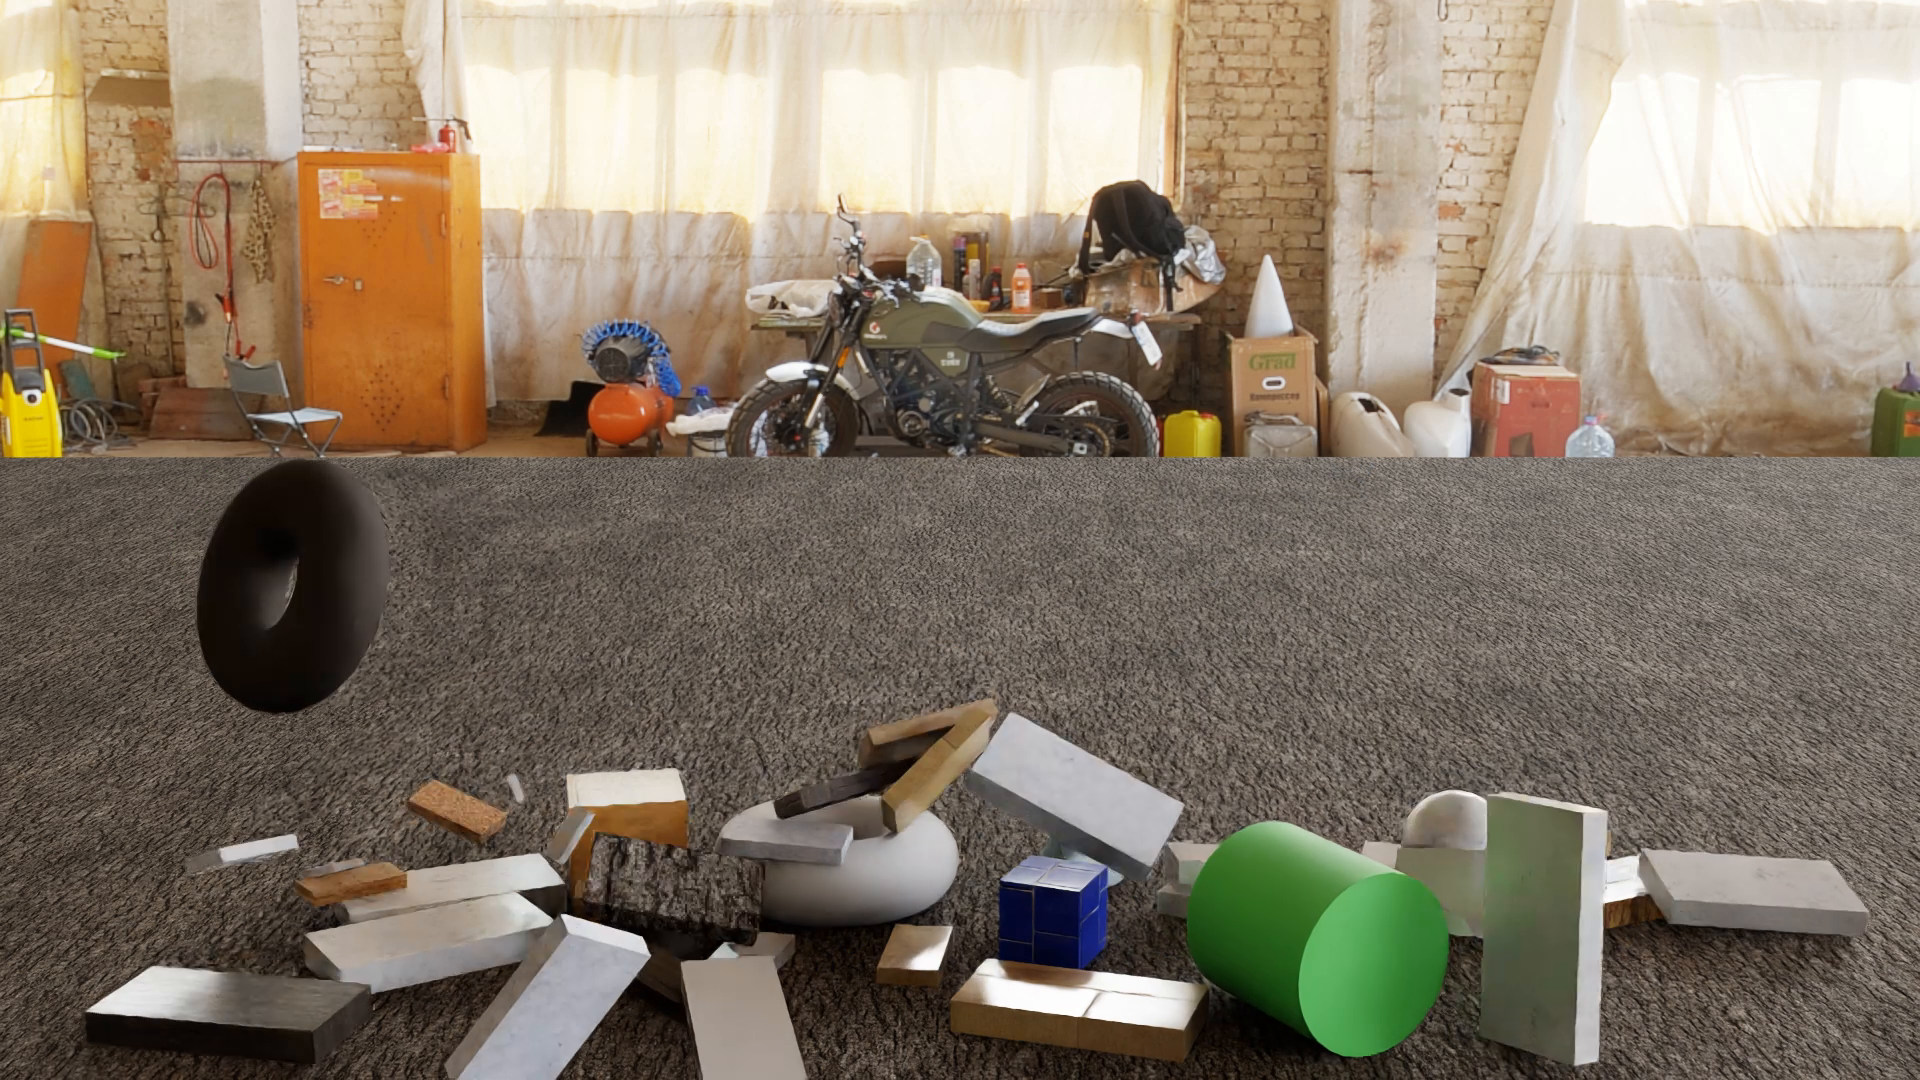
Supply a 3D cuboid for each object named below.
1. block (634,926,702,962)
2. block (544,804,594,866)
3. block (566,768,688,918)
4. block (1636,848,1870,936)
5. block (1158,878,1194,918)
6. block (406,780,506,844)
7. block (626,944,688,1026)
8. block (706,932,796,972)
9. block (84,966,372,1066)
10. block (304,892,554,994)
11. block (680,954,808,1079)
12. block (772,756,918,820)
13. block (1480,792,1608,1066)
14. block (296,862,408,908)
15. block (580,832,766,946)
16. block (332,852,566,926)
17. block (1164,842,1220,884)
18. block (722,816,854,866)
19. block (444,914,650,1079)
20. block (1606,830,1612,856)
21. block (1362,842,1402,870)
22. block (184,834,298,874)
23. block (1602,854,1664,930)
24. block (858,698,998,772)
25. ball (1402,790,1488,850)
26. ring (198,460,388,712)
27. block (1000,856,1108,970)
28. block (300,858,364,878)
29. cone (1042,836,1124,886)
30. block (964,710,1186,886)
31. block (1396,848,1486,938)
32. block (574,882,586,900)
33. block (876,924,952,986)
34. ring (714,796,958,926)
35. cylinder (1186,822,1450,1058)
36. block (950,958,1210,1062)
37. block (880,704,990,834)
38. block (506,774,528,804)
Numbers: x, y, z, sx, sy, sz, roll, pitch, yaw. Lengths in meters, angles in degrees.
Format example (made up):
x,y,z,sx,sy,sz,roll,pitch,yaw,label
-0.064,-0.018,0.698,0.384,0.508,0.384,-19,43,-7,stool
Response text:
x,y,z,sx,sy,sz,roll,pitch,yaw,label
-0.447,0.620,3.364,0.092,0.026,0.185,-20,13,-7,block
-0.614,0.463,3.453,0.013,0.092,0.046,40,-16,-36,block
-0.553,0.500,3.645,0.186,0.186,0.186,-2,11,-11,block
1.268,0.565,3.527,0.315,0.045,0.157,4,22,-4,block
0.470,0.589,3.570,0.267,0.038,0.134,5,12,27,block
-0.891,0.481,3.895,0.156,0.022,0.078,22,30,15,block
-0.416,0.647,3.188,0.184,0.026,0.092,22,21,33,block
-0.326,0.640,3.328,0.096,0.027,0.193,3,11,15,block
-1.030,0.670,3.107,0.344,0.049,0.172,2,11,11,block
-0.810,0.620,3.376,0.344,0.049,0.172,-7,13,-33,block
-0.291,0.681,2.966,0.133,0.038,0.447,-2,16,-12,block
-0.182,0.402,3.564,0.221,0.031,0.110,-13,-10,-31,block
0.798,0.529,3.015,0.047,0.341,0.167,0,3,-34,block
-0.979,0.553,3.539,0.156,0.022,0.078,-8,13,-37,block
-0.436,0.532,3.356,0.266,0.038,0.133,12,42,-10,block
-0.832,0.581,3.582,0.344,0.049,0.172,-5,12,-24,block
0.483,0.539,3.638,0.267,0.038,0.134,3,5,-4,block
-0.273,0.476,3.492,0.193,0.027,0.096,4,16,7,block
-0.528,0.602,2.817,0.133,0.265,0.038,26,17,-40,block
0.966,0.530,3.867,0.315,0.045,0.158,-5,11,-24,block
0.732,0.559,3.768,0.089,0.025,0.177,3,11,15,block
-1.109,0.485,3.398,0.078,0.022,0.156,-20,-8,27,block
1.091,0.577,3.617,0.315,0.045,0.158,-5,12,-25,block
-0.054,0.325,3.647,0.221,0.031,0.110,-13,-28,-20,block
0.823,0.504,3.652,0.176,0.176,0.176,0,11,0,ball
-1.096,0.074,3.604,0.423,0.423,0.141,9,-6,41,ring
0.145,0.575,3.394,0.129,0.129,0.129,4,11,23,block
-1.023,0.534,3.581,0.046,0.013,0.092,-14,-4,38,block
0.183,0.534,3.775,0.159,0.159,0.159,-9,-13,-40,cone
0.193,0.430,3.684,0.335,0.047,0.167,28,41,9,block
0.820,0.554,3.444,0.267,0.134,0.038,0,-12,16,block
-0.510,0.566,3.457,0.092,0.026,0.184,-3,-19,31,block
-0.067,0.634,3.361,0.091,0.026,0.183,1,11,7,block
-0.206,0.527,3.645,0.409,0.136,0.409,1,10,0,ring
0.503,0.560,3.113,0.262,0.262,0.262,-6,12,-29,cylinder
0.172,0.666,3.128,0.335,0.047,0.167,3,11,18,block
-0.039,0.374,3.560,0.031,0.110,0.220,38,67,20,block
-0.731,0.411,3.630,0.013,0.046,0.092,-24,-6,-10,block
